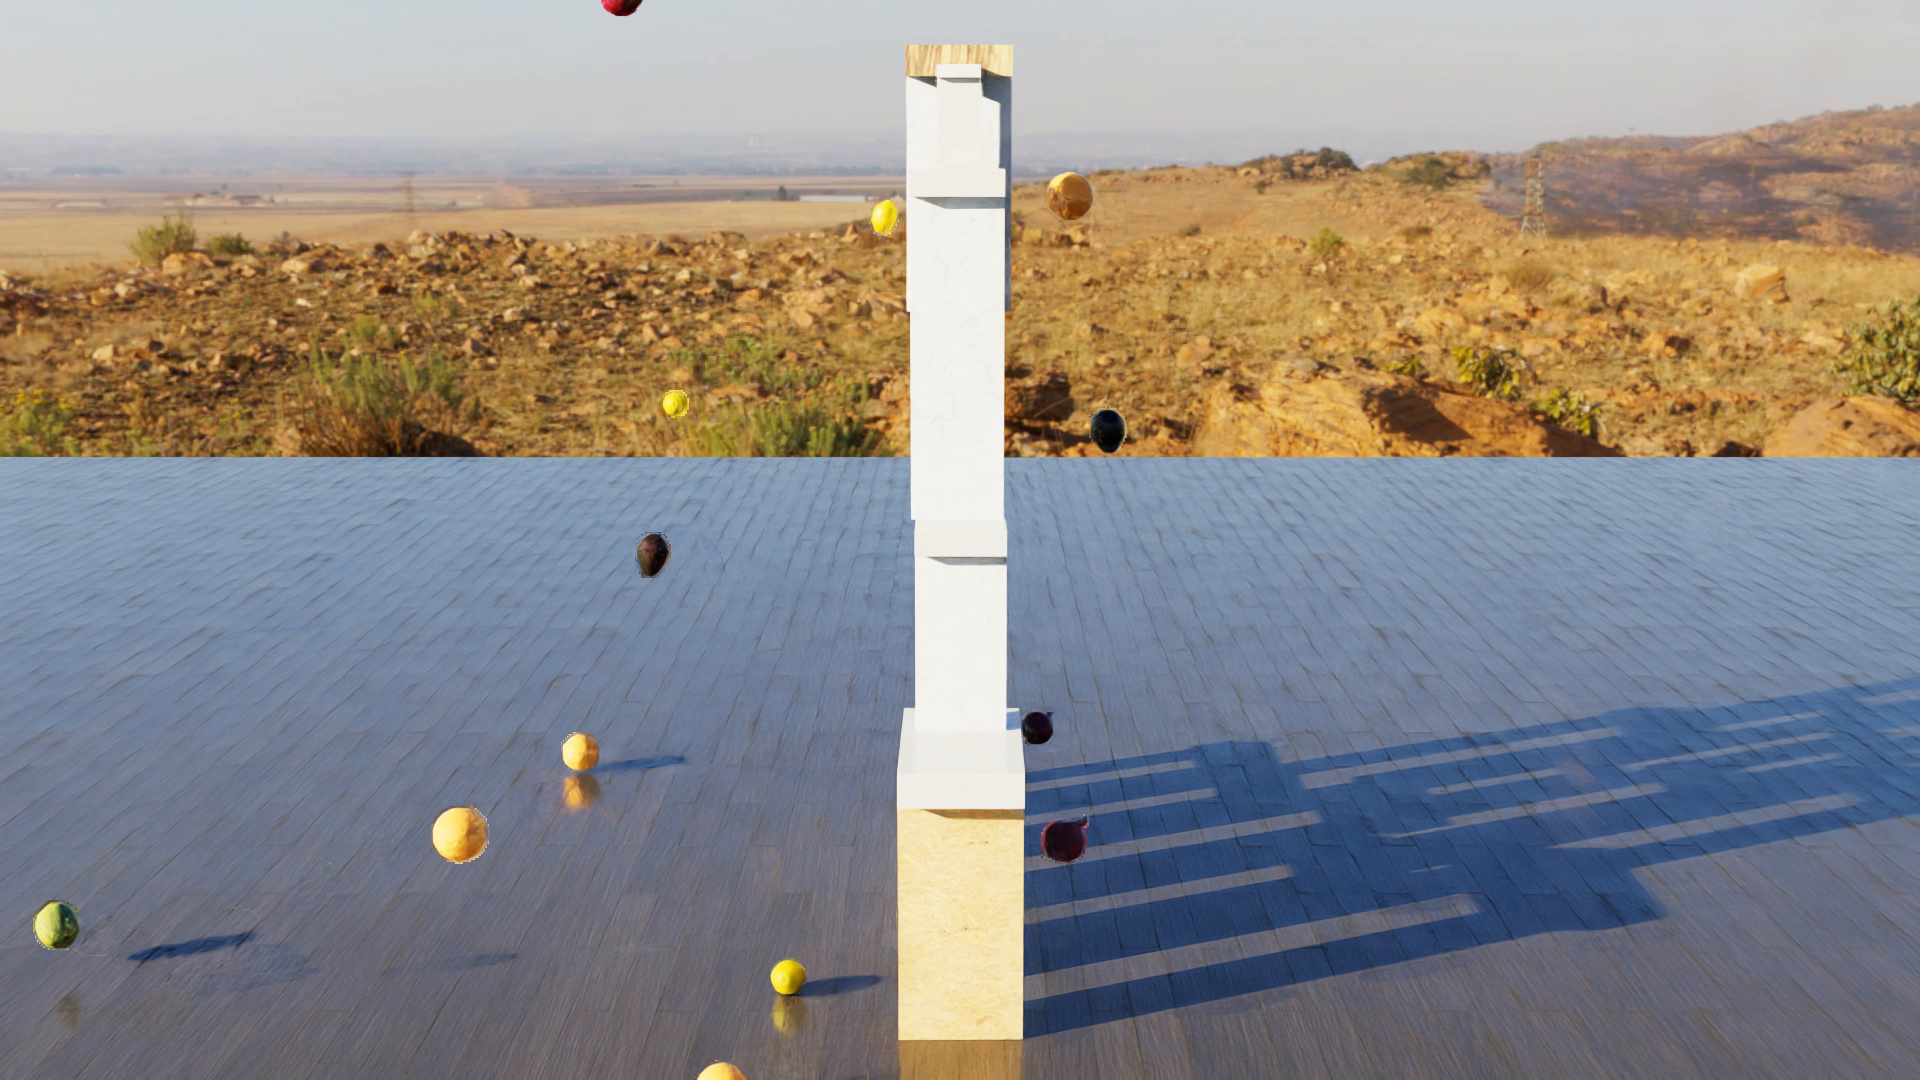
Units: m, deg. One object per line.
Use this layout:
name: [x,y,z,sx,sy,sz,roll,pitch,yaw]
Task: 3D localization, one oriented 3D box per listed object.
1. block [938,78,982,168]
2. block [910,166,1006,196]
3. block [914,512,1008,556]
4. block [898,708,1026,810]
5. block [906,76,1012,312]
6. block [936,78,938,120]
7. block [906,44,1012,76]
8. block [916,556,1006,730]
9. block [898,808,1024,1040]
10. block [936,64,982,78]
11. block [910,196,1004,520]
block: [-0.001,-0.614,3.236,0.065,0.130,0.018,0,10,0]
block: [-0.004,-0.526,3.221,0.135,0.038,0.269,0,10,0]
block: [0.001,-0.019,3.243,0.131,0.037,0.262,0,10,0]
block: [0.002,0.309,3.148,0.173,0.049,0.347,0,10,0]
block: [-0.001,-0.537,3.419,0.162,0.359,0.046,0,11,0]
block: [-0.002,-0.630,3.322,0.065,0.130,0.018,0,10,0]
block: [-0.002,-0.756,3.488,0.162,0.046,0.323,0,11,0]
block: [0.001,0.144,3.184,0.131,0.262,0.037,0,10,0]
block: [0.001,0.524,3.072,0.173,0.346,0.049,0,10,-1]
block: [-0.002,-0.695,3.266,0.065,0.018,0.130,0,10,0]
block: [-0.004,-0.262,3.178,0.135,0.465,0.038,0,10,0]
